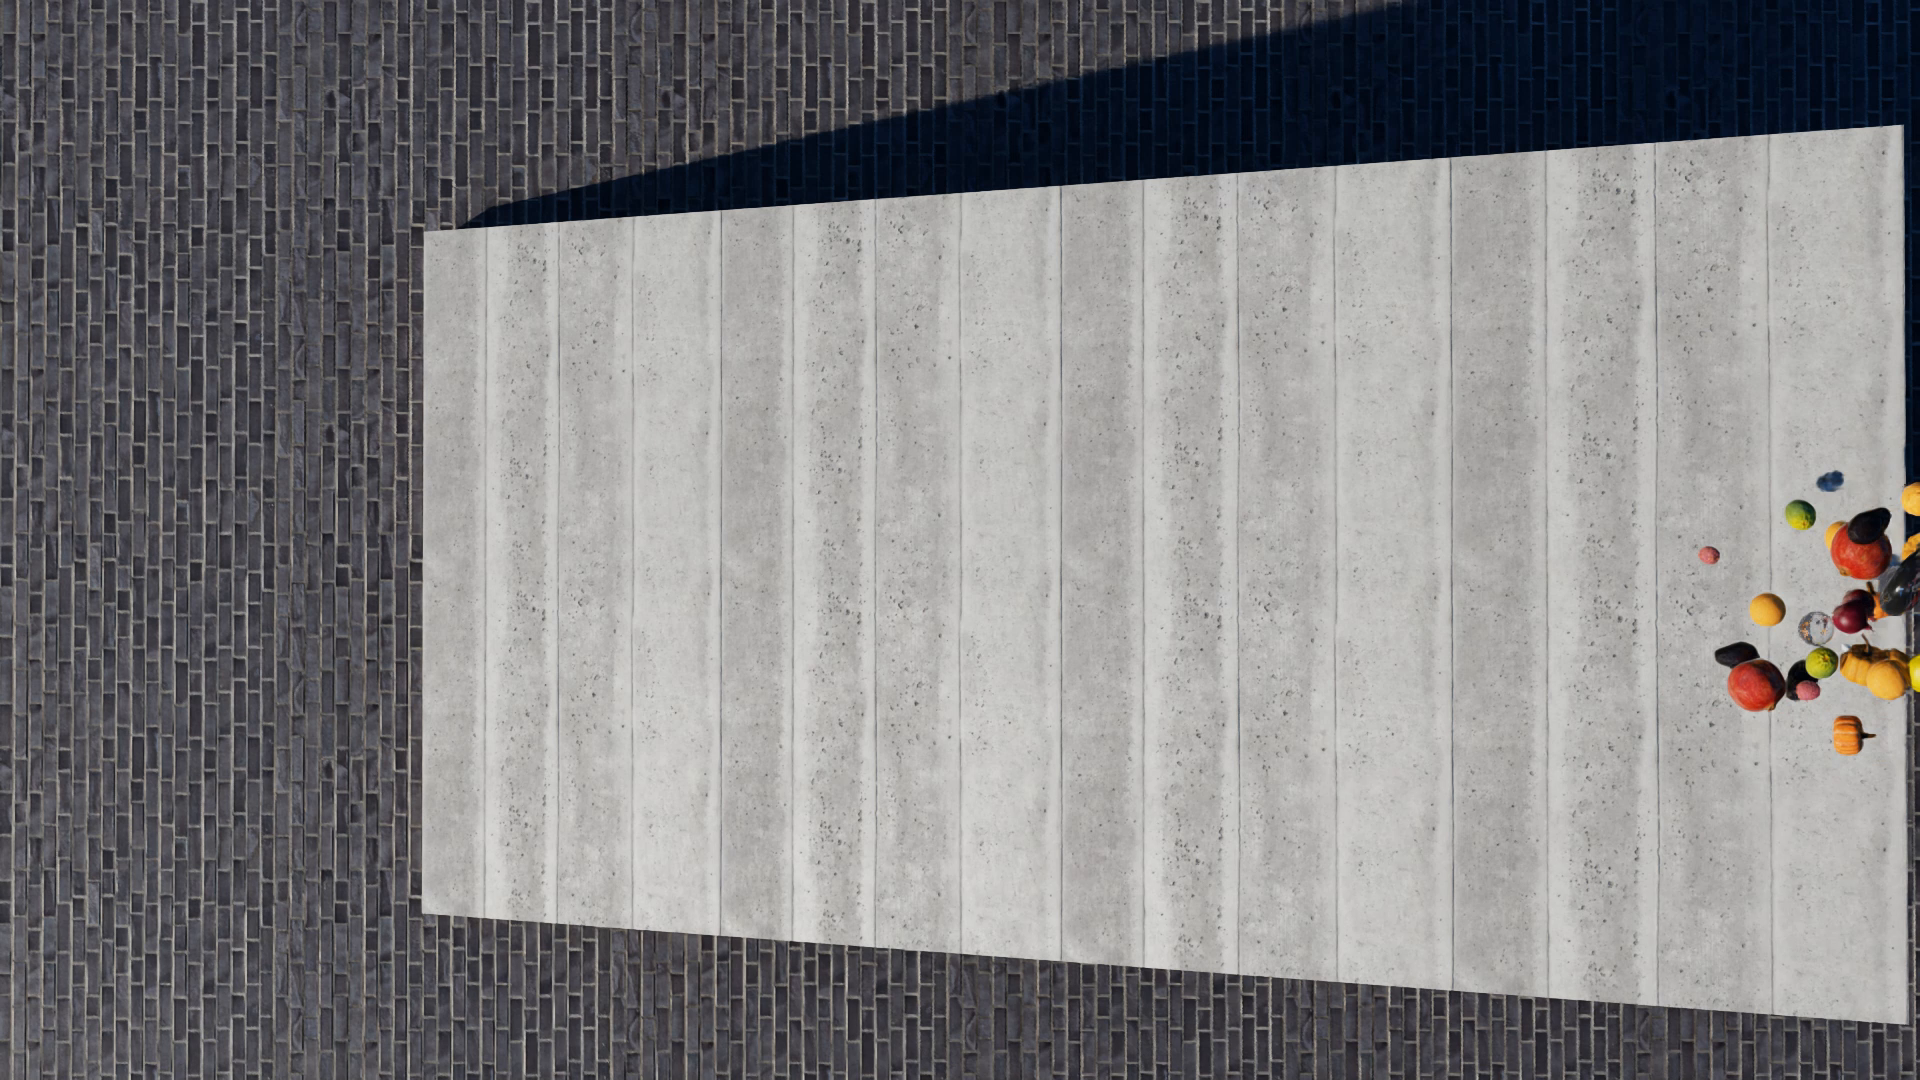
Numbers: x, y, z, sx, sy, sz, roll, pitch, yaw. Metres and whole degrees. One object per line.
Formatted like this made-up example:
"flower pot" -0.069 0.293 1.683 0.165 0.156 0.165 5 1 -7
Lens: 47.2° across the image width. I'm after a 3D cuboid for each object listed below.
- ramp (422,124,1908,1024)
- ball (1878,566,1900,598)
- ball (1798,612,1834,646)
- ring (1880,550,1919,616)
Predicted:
"ramp" 0.283 0.085 5.717 4.000 0.100 2.000 0 89 23
"ball" 1.938 0.095 4.537 0.084 0.084 0.084 0 89 0
"ball" 1.652 0.171 4.243 0.066 0.066 0.066 0 89 0
"ring" 1.711 0.074 3.949 0.147 0.147 0.049 -47 61 -1
